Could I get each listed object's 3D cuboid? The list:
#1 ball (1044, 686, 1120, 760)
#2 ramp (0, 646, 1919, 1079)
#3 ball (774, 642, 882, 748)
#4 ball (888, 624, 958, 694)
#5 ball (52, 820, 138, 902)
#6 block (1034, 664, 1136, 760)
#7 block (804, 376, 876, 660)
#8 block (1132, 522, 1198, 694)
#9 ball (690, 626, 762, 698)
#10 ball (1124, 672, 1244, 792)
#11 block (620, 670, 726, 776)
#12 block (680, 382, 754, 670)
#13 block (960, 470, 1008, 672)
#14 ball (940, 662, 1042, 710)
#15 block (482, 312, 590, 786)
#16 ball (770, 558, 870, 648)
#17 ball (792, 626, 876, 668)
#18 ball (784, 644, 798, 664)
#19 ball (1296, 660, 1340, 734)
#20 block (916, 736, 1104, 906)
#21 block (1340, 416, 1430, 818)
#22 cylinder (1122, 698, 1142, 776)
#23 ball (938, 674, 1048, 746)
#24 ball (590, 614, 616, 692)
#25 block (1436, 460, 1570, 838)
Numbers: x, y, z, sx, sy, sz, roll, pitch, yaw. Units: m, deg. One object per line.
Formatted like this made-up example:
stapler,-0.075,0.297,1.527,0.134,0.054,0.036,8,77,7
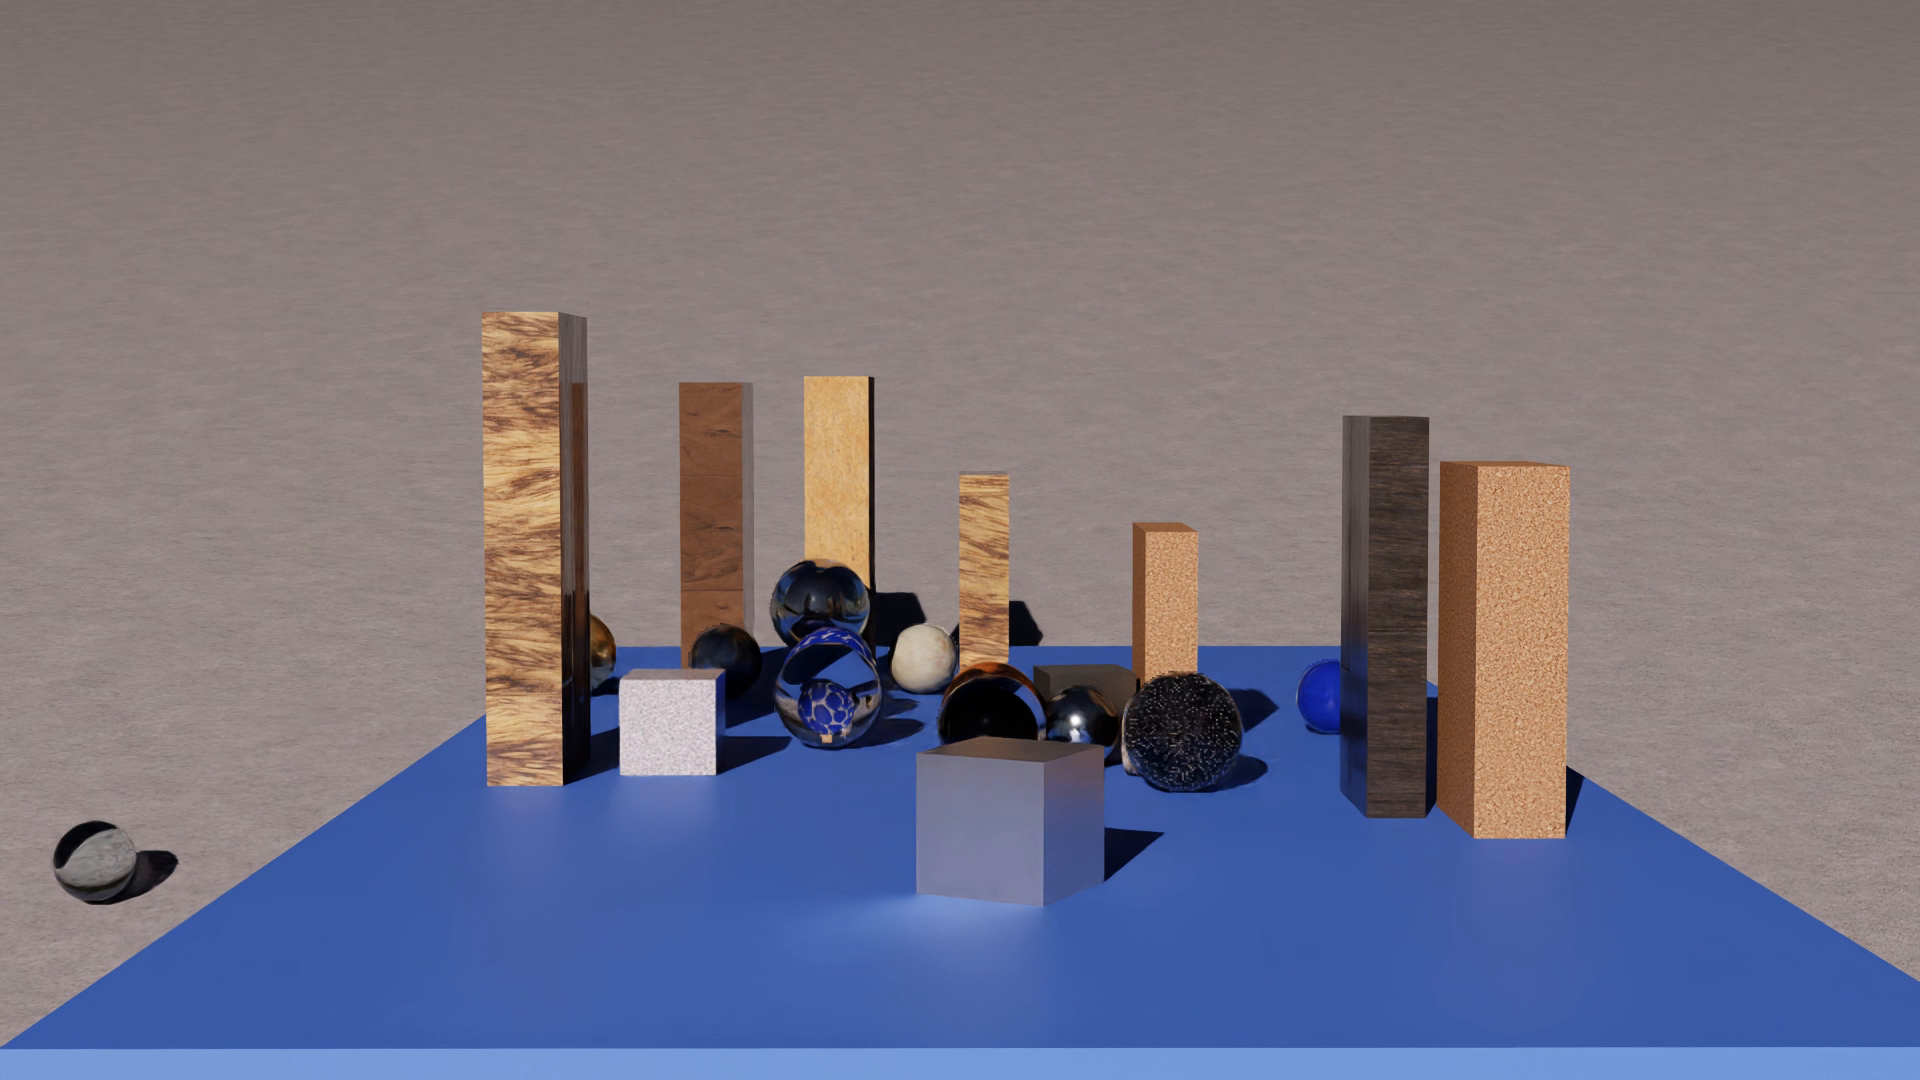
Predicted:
ball,0.206,0.321,4.415,0.140,0.140,0.140,0,21,0
ramp,0.048,0.435,4.532,2.000,0.100,4.000,0,3,0
ball,-0.239,0.281,4.658,0.194,0.194,0.194,0,21,0
ball,-0.080,0.255,5.495,0.149,0.149,0.149,0,21,0
ball,-1.837,0.683,5.458,0.171,0.171,0.171,0,21,0
block,0.221,0.306,4.566,0.153,0.153,0.153,-1,3,-10
block,-0.259,-0.015,5.590,0.134,0.678,0.400,0,3,0
block,0.361,0.180,4.553,0.089,0.407,0.324,0,3,0
ball,-0.495,0.257,5.434,0.153,0.153,0.153,0,21,0
ball,0.361,0.310,4.151,0.193,0.193,0.193,0,21,0
block,-0.492,0.312,4.407,0.162,0.162,0.162,0,3,0
block,-0.542,-0.019,5.755,0.136,0.666,0.313,0,3,0
block,0.042,0.127,4.687,0.087,0.498,0.274,0,3,0
ball,0.055,0.300,4.471,0.177,0.177,0.177,0,21,0
block,-0.715,0.007,4.358,0.124,0.775,0.327,0,3,0
ball,-0.288,0.139,5.296,0.206,0.206,0.206,0,21,0
ball,-0.248,0.251,5.005,0.167,0.167,0.167,0,21,0
ball,-0.278,0.270,5.166,0.157,0.157,0.157,0,21,0
ball,0.704,0.296,4.843,0.140,0.140,0.140,0,21,0
block,0.067,0.363,3.346,0.182,0.182,0.182,2,4,28
block,0.660,0.111,4.011,0.090,0.607,0.271,0,3,0
cylinder,0.349,0.332,4.321,0.130,0.130,0.130,1,20,16
ball,0.053,0.312,4.237,0.181,0.181,0.181,0,21,0
ball,-0.821,0.241,5.457,0.182,0.182,0.182,0,21,0
block,0.809,0.155,3.846,0.132,0.538,0.289,0,3,0
